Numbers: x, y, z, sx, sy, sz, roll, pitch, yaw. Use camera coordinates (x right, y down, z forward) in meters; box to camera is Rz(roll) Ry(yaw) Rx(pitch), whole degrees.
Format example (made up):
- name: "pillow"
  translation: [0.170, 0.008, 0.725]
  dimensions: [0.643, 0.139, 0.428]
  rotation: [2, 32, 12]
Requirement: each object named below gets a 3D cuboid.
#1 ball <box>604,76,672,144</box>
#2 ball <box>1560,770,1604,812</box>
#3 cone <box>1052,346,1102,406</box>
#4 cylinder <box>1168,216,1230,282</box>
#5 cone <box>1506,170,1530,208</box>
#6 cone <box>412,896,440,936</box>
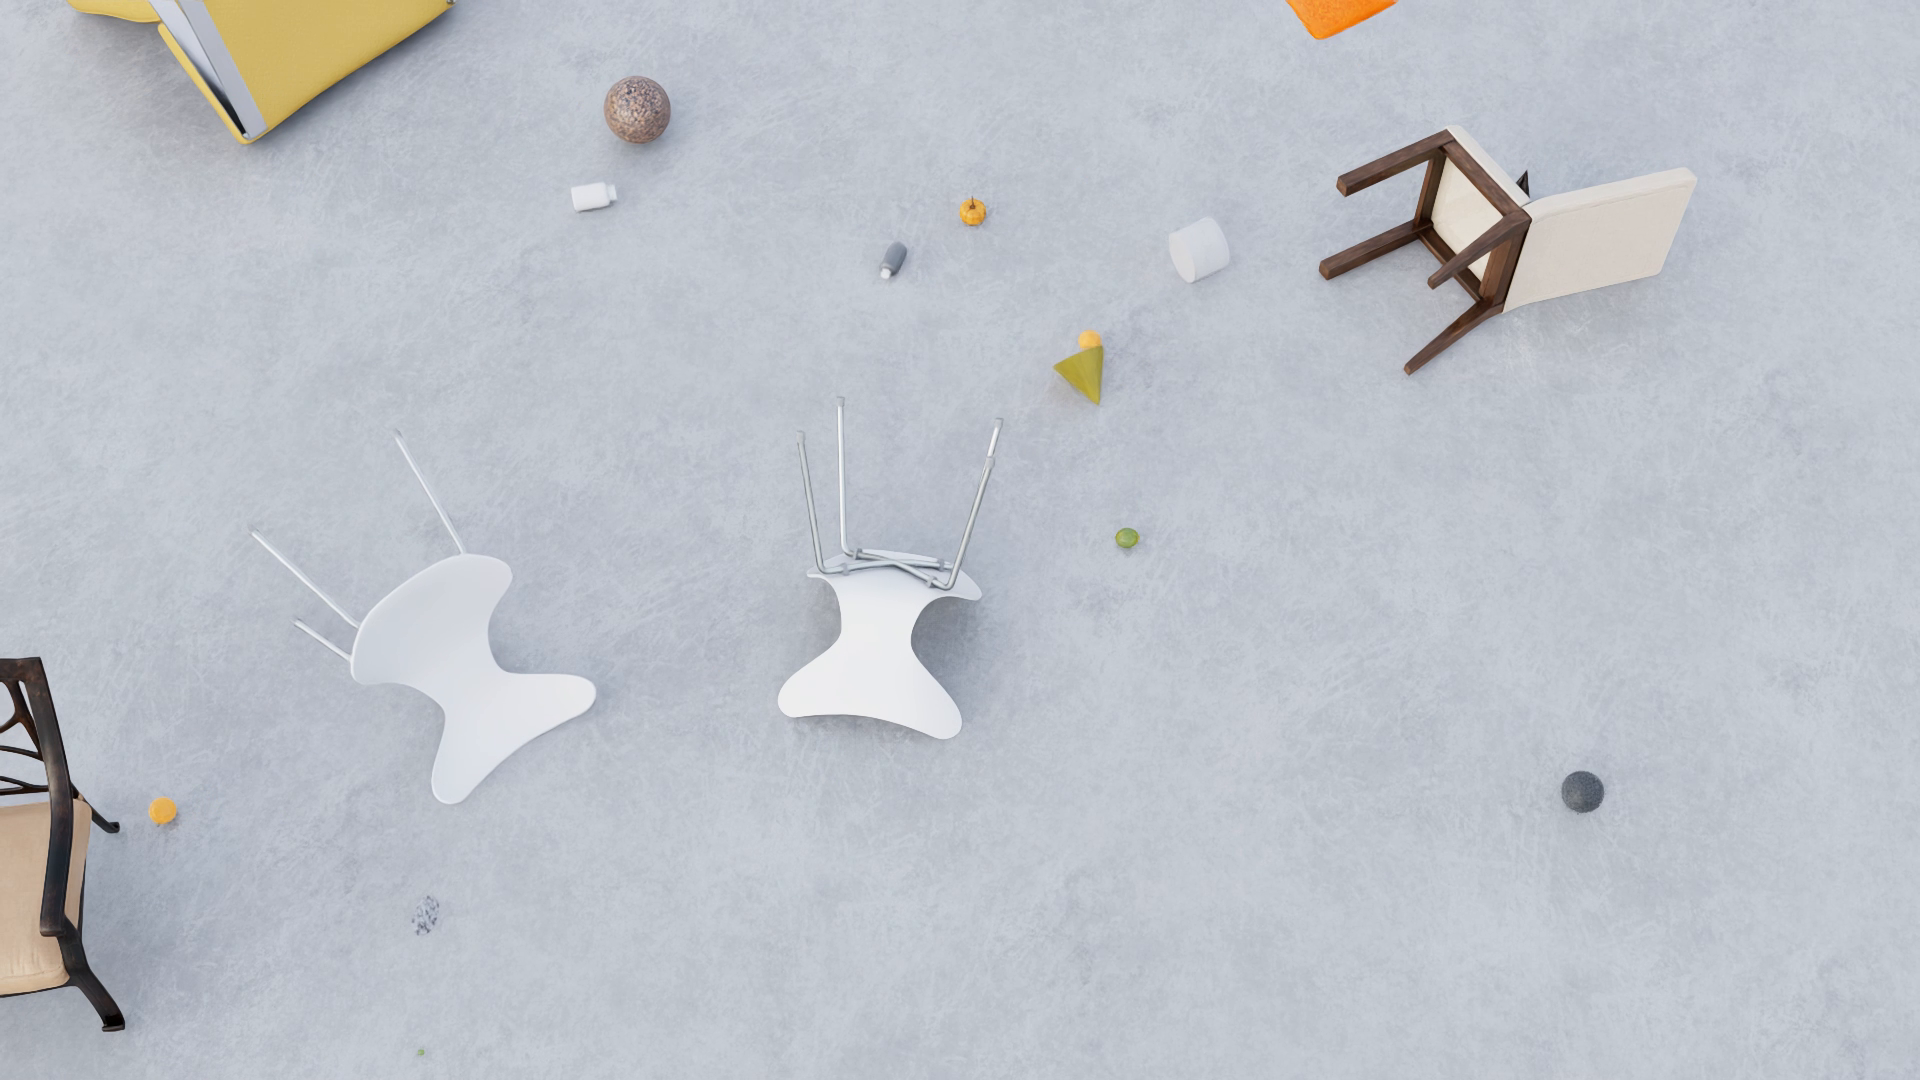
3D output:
- name: "ball"
  translation: [-1.087, -1.449, 7.410]
  dimensions: [0.227, 0.227, 0.227]
  rotation: [0, 56, 0]
- name: "ball"
  translation: [1.711, 0.691, 6.040]
  dimensions: [0.116, 0.116, 0.116]
  rotation: [0, 56, 0]
- name: "cone"
  translation: [0.399, -0.493, 6.858]
  dimensions: [0.177, 0.171, 0.169]
  rotation: [-20, 85, -37]
- name: "cylinder"
  translation: [0.771, -0.940, 7.108]
  dimensions: [0.134, 0.172, 0.144]
  rotation: [-26, 18, -17]
- name: "cone"
  translation: [1.863, -1.178, 7.279]
  dimensions: [0.074, 0.142, 0.092]
  rotation: [-19, 58, -12]
- name: "cone"
  translation: [-1.444, 1.003, 5.881]
  dimensions: [0.054, 0.078, 0.111]
  rotation: [-3, 63, 44]
